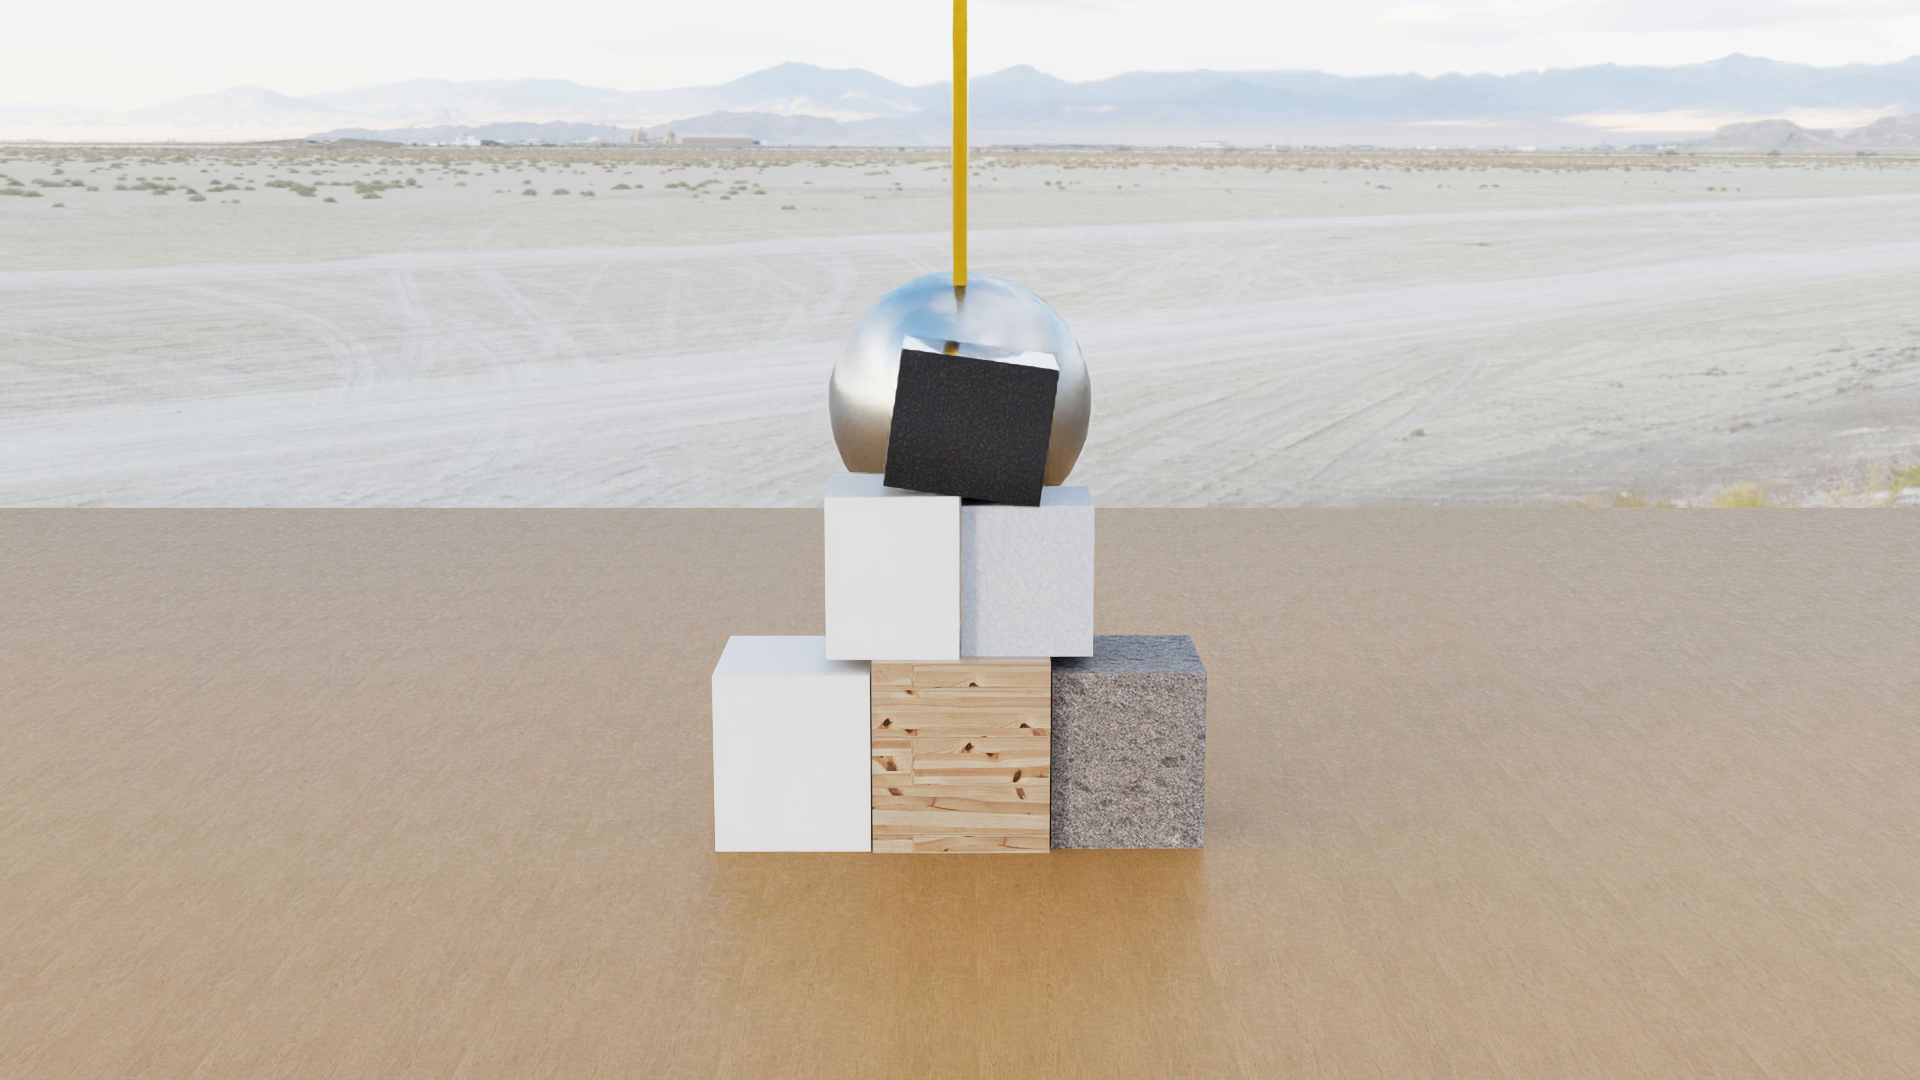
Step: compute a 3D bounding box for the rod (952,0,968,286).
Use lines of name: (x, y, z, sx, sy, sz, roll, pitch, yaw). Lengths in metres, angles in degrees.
rod: (0.000, -3.697, 11.519, 0.080, 5.200, 0.080, 0, 33, 0)

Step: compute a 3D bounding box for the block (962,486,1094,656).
block: (0.334, 0.149, 11.196, 0.656, 0.758, 0.641, 0, 10, 0)

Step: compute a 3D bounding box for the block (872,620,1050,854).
block: (0.006, 0.997, 11.365, 0.881, 0.972, 0.973, 0, 10, 0)

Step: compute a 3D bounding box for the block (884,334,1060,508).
block: (0.054, -0.613, 11.086, 0.773, 0.681, 0.775, 8, 10, -1)

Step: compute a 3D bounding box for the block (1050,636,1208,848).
block: (0.840, 1.029, 11.382, 0.766, 0.904, 0.862, 0, 10, 0)

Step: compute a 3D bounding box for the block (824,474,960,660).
block: (-0.333, 0.122, 11.193, 0.658, 0.813, 0.790, 0, 10, 0)

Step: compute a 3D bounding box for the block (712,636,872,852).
block: (-0.834, 1.034, 11.358, 0.778, 0.902, 0.894, 0, 10, 0)

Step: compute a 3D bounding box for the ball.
ball: (0.000, -0.839, 13.360, 1.600, 1.600, 1.600, 0, 10, 0)
